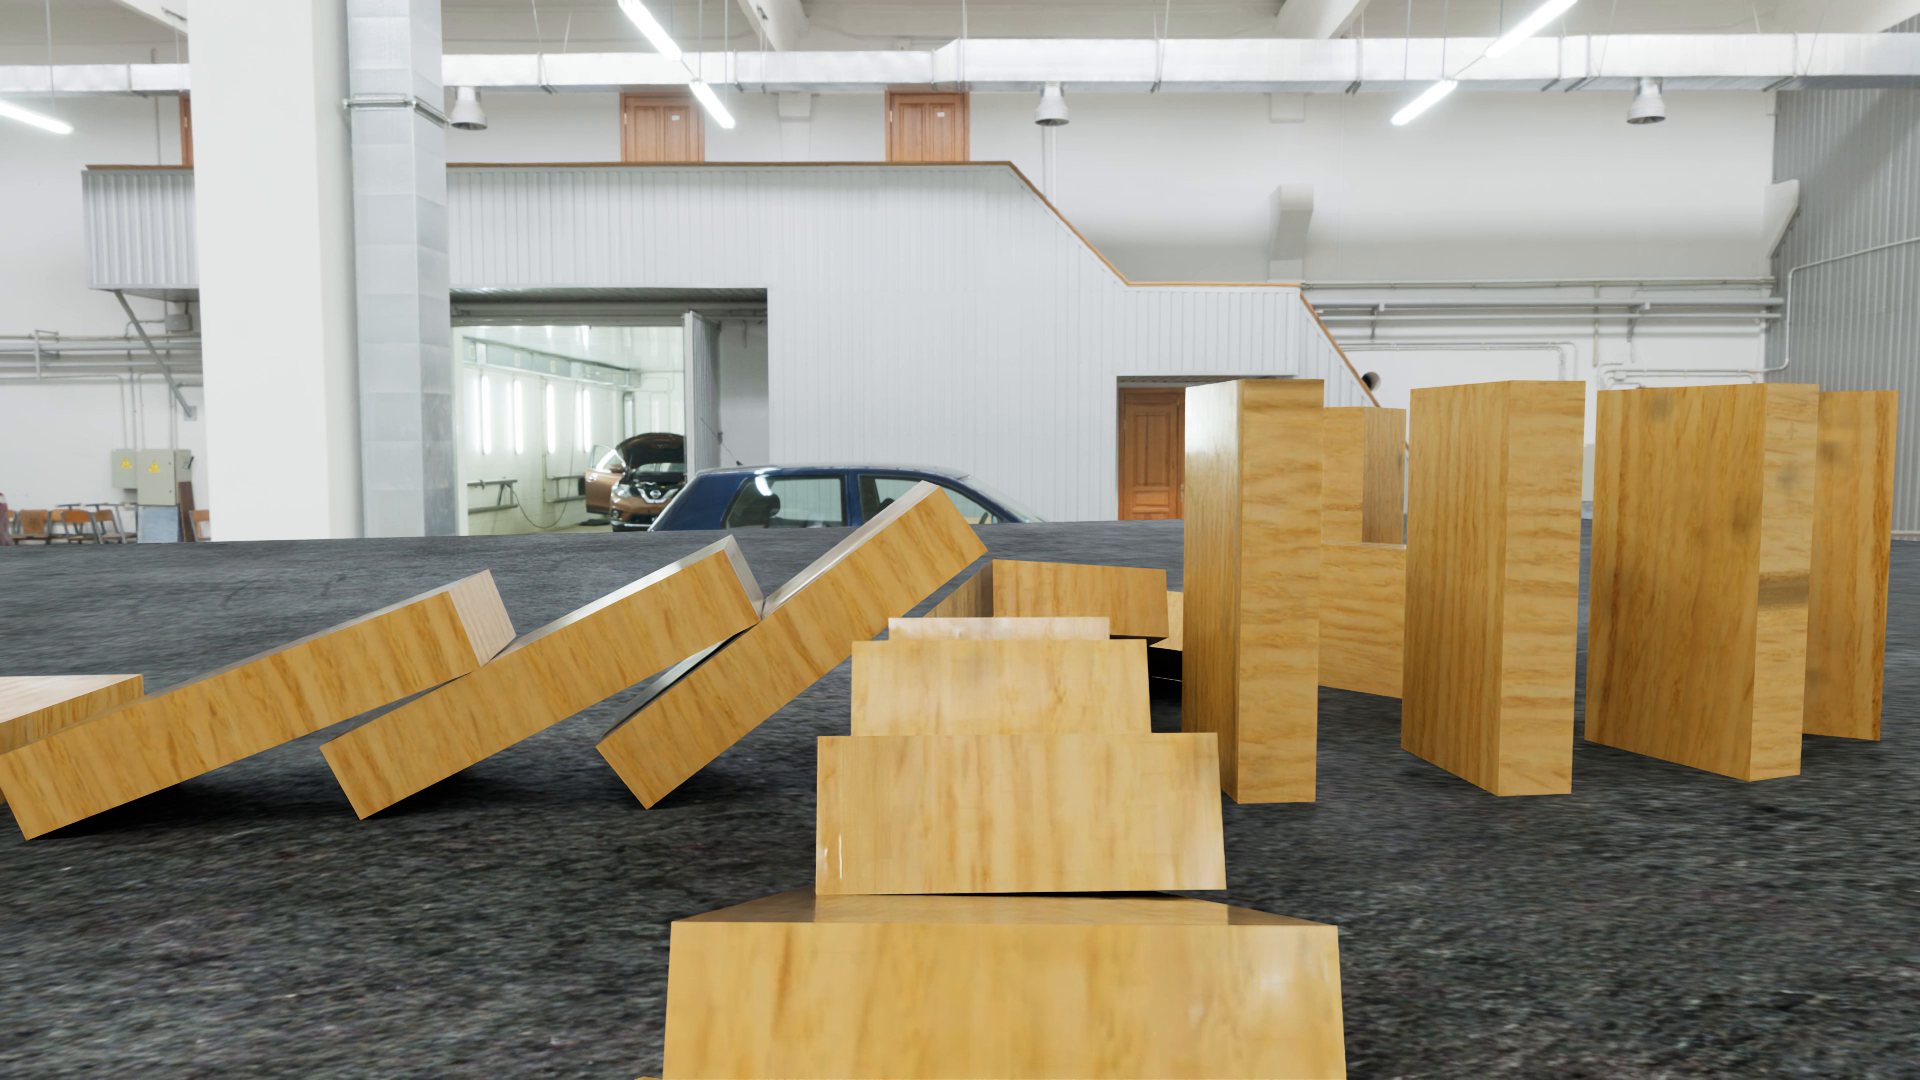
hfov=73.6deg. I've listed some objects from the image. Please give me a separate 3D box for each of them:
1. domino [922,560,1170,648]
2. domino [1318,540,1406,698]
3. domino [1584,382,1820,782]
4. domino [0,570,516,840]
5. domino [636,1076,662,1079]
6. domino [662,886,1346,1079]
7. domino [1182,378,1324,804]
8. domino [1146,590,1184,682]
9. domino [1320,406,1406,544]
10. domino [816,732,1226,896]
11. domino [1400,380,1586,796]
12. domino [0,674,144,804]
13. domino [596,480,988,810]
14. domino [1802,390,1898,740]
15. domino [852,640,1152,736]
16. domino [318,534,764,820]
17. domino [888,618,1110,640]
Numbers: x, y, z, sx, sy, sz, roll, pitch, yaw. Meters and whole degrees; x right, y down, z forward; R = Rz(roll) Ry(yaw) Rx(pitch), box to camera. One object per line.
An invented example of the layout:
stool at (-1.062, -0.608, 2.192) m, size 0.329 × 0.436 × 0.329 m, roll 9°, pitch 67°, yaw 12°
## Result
domino at (0.010, 0.014, 0.196) m, size 0.025 × 0.009 × 0.050 m, roll 4°, pitch -16°, yaw -15°
domino at (0.069, 0.013, 0.226) m, size 0.010 × 0.025 × 0.050 m, roll -4°, pitch 6°, yaw -42°
domino at (0.099, 0.005, 0.173) m, size 0.009 × 0.050 × 0.025 m, roll -2°, pitch 5°, yaw -23°
domino at (-0.081, 0.018, 0.153) m, size 0.050 × 0.010 × 0.025 m, roll -21°, pitch 8°, yaw -8°
domino at (-0.011, 0.028, 0.040) m, size 0.025 × 0.009 × 0.050 m, roll 1°, pitch -13°, yaw 15°
domino at (0.001, 0.025, 0.071) m, size 0.025 × 0.010 × 0.050 m, roll 1°, pitch -14°, yaw -1°
domino at (0.036, 0.005, 0.163) m, size 0.009 × 0.050 × 0.025 m, roll 0°, pitch 4°, yaw -6°
domino at (0.028, 0.016, 0.228) m, size 0.050 × 0.009 × 0.025 m, roll 4°, pitch -18°, yaw 44°
domino at (0.085, -0.003, 0.273) m, size 0.009 × 0.050 × 0.025 m, roll 3°, pitch 5°, yaw 37°
domino at (0.003, 0.023, 0.103) m, size 0.025 × 0.010 × 0.050 m, roll 0°, pitch -14°, yaw -2°
domino at (0.068, 0.005, 0.166) m, size 0.009 × 0.050 × 0.025 m, roll -1°, pitch 4°, yaw -7°
domino at (-0.127, 0.026, 0.158) m, size 0.025 × 0.009 × 0.050 m, roll 0°, pitch 4°, yaw -6°
domino at (-0.021, 0.012, 0.162) m, size 0.050 × 0.009 × 0.025 m, roll -37°, pitch 7°, yaw -3°
domino at (0.124, 0.003, 0.193) m, size 0.025 × 0.050 × 0.009 m, roll 3°, pitch 5°, yaw 31°
domino at (0.002, 0.020, 0.132) m, size 0.025 × 0.010 × 0.050 m, roll 0°, pitch -16°, yaw -2°
domino at (-0.049, 0.015, 0.159) m, size 0.050 × 0.009 × 0.025 m, roll -26°, pitch 7°, yaw -5°
domino at (0.004, 0.018, 0.169) m, size 0.025 × 0.010 × 0.050 m, roll 0°, pitch -12°, yaw -2°
